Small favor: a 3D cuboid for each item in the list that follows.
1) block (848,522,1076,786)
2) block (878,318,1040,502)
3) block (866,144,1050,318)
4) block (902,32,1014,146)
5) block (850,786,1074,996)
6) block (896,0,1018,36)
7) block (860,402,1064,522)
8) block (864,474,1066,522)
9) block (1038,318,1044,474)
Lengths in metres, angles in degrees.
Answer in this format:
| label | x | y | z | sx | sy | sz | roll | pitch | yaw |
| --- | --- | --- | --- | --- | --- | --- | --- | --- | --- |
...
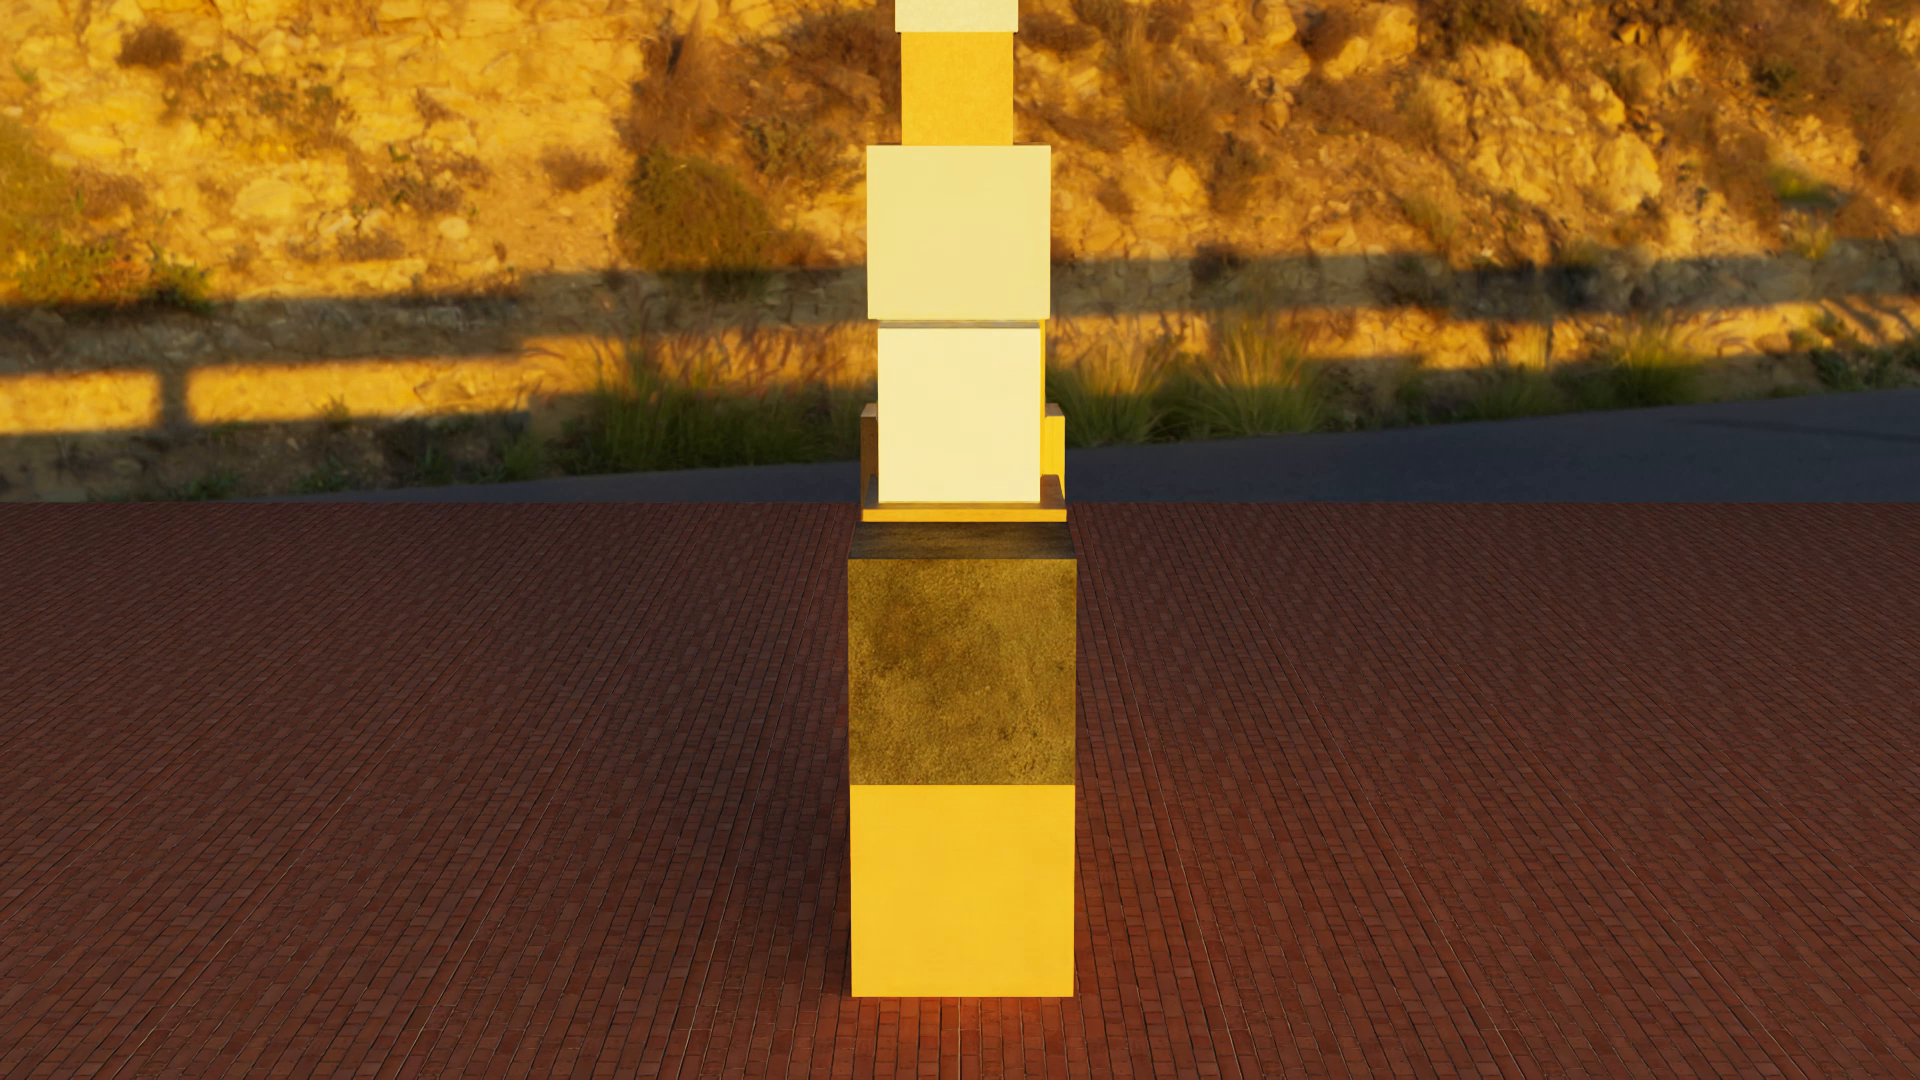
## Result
| label | x | y | z | sx | sy | sz | roll | pitch | yaw |
| --- | --- | --- | --- | --- | --- | --- | --- | --- | --- |
| block | 0.008 | 0.426 | 9.997 | 0.850 | 0.869 | 0.804 | 0 | 10 | 0 |
| block | -0.003 | -0.566 | 10.718 | 0.655 | 0.710 | 0.666 | 0 | 11 | 0 |
| block | -0.005 | -1.326 | 10.917 | 0.751 | 0.704 | 0.784 | 0 | 9 | 0 |
| block | -0.011 | -1.901 | 10.821 | 0.460 | 0.462 | 0.449 | 0 | 9 | 0 |
| block | 0.010 | 1.265 | 10.206 | 0.853 | 0.858 | 0.803 | 0 | 10 | 0 |
| block | -0.014 | -2.358 | 10.745 | 0.504 | 0.463 | 0.453 | 0 | 9 | 0 |
| block | 0.012 | -0.122 | 12.376 | 0.941 | 1.016 | 0.944 | 0 | 7 | 0 |
| block | 0.019 | 0.224 | 10.800 | 0.816 | 0.871 | 0.839 | 0 | 11 | 0 |
| block | 0.014 | -0.636 | 11.427 | 0.707 | 0.675 | 0.657 | 0 | 2 | 0 |
